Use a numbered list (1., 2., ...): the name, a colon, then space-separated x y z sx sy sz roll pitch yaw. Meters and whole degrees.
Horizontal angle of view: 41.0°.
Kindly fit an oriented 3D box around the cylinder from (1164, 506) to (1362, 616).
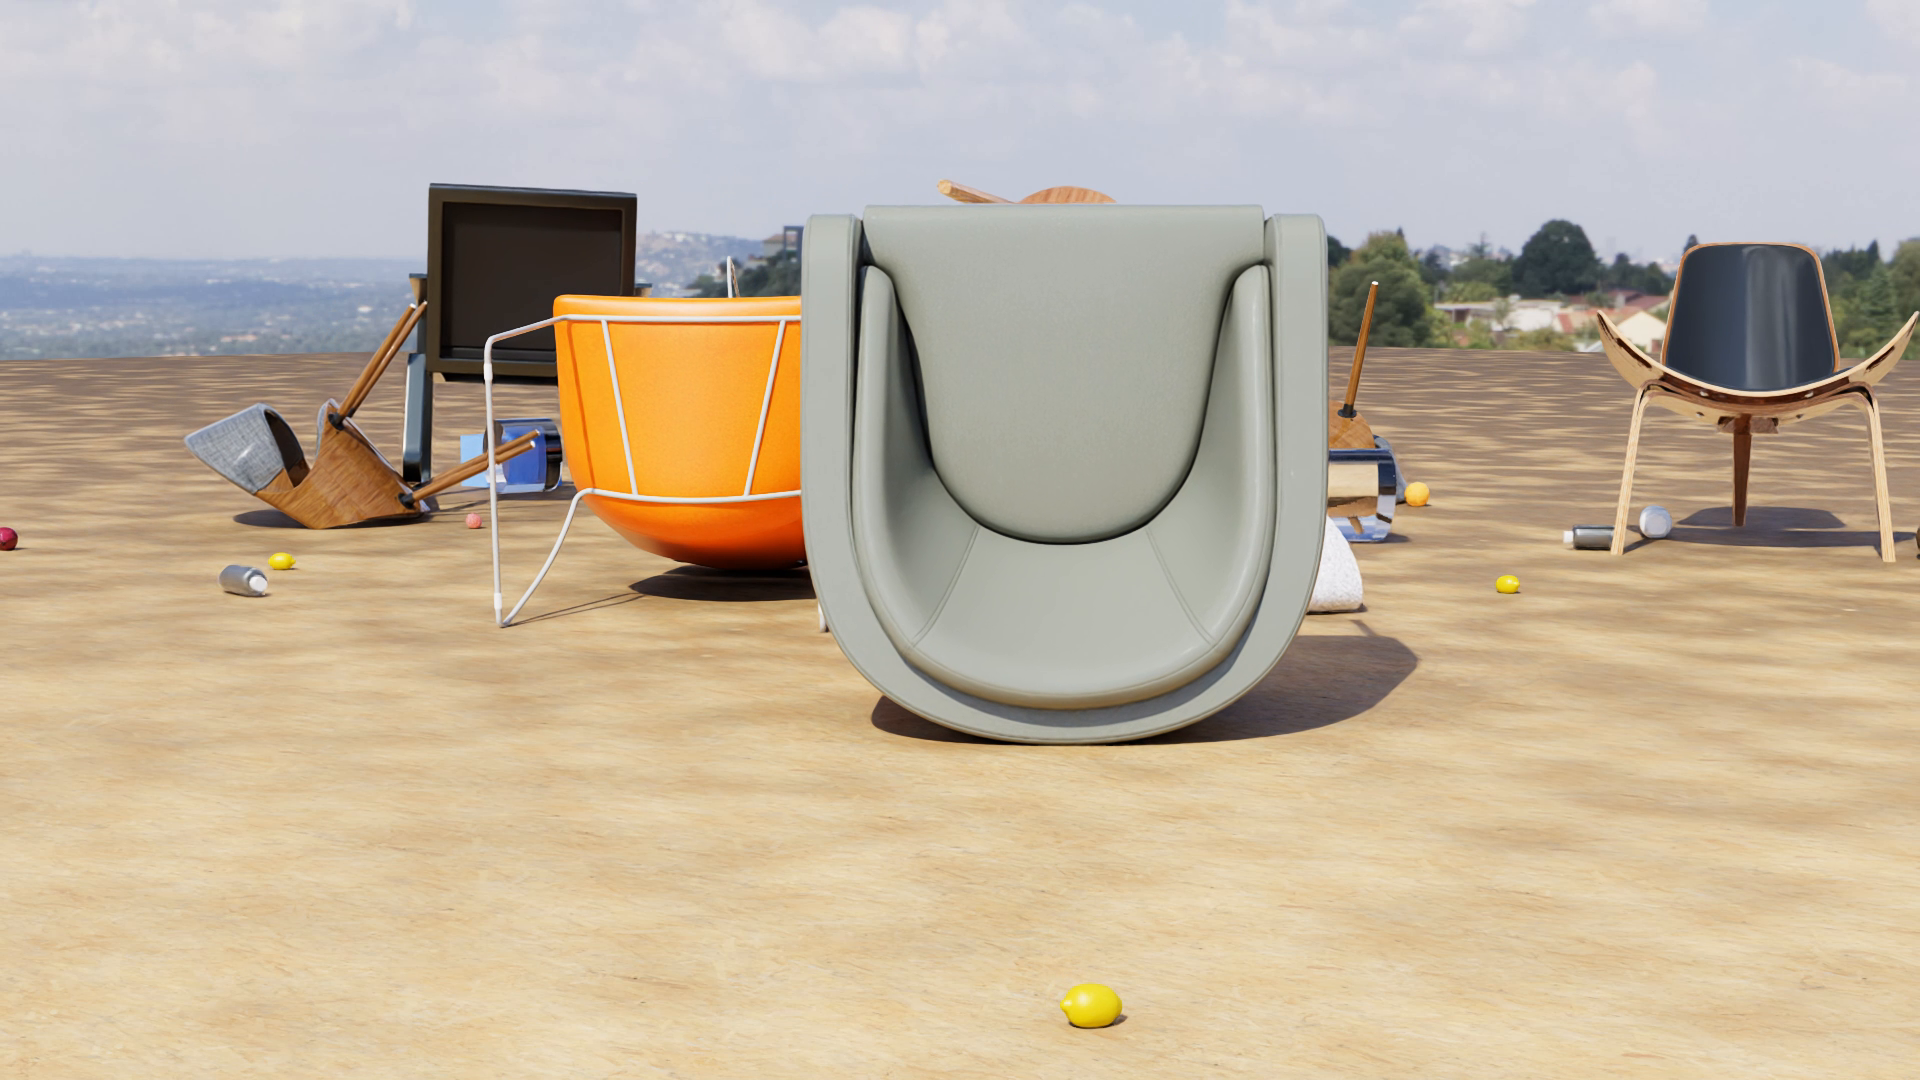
1. cylinder: 0.597 0.039 5.093 0.296 0.146 0.329 -2 31 -17

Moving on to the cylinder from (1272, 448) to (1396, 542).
1. cylinder: 0.923 -0.110 6.341 0.247 0.258 0.206 -1 50 -8

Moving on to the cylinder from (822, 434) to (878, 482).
1. cylinder: -0.352 -0.261 8.187 0.094 0.148 0.186 4 -20 34

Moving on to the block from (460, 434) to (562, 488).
1. block: -1.411 -0.250 8.065 0.265 0.158 0.166 3 7 29

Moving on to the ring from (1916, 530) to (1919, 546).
1. ring: 2.360 -0.004 5.952 0.266 0.104 0.413 2 7 23
